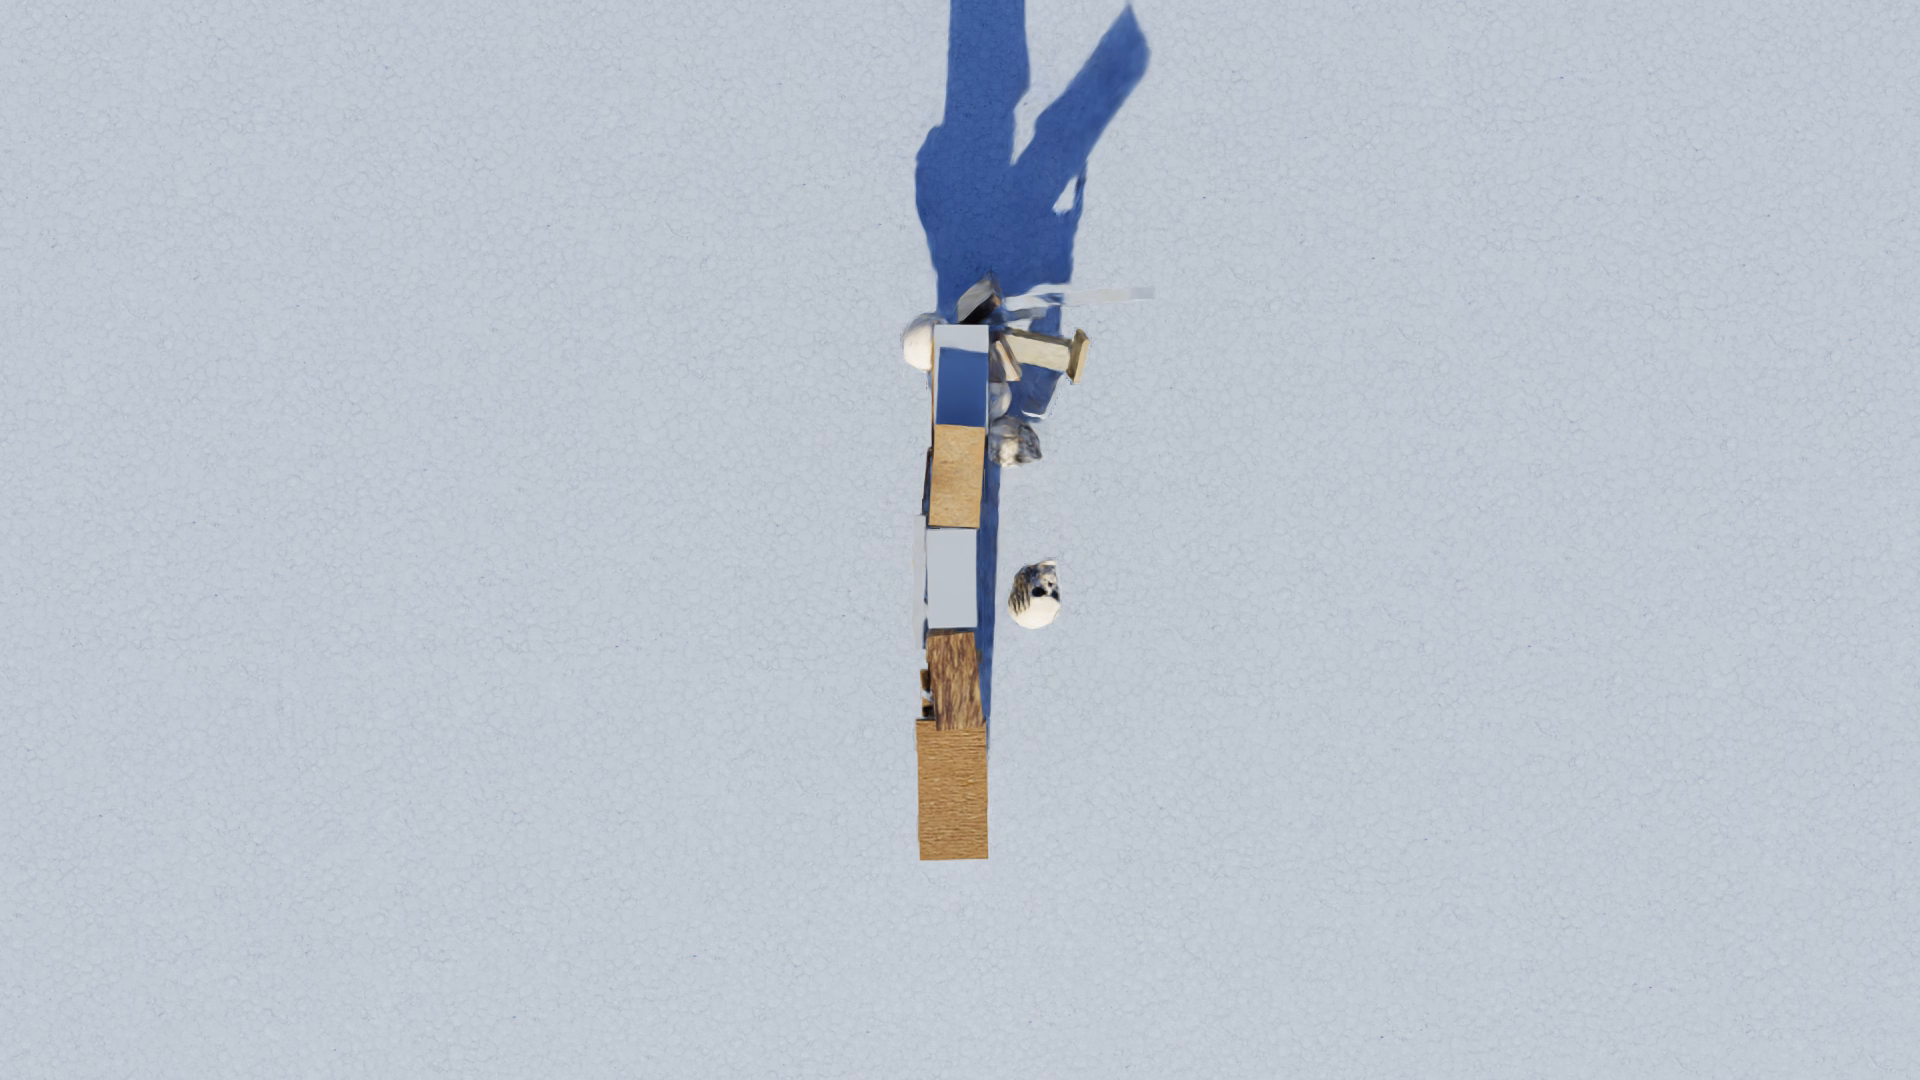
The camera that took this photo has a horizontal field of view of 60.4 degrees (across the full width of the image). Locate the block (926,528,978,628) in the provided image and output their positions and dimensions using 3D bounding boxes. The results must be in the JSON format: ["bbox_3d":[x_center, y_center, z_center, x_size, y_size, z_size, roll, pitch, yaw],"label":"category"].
[{"bbox_3d":[-0.020,0.095,4.099,0.122,0.034,0.243,-1,90,-2],"label":"block"}]

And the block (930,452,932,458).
[{"bbox_3d":[-0.031,-0.221,4.676,0.091,0.182,0.026,7,88,5],"label":"block"}]

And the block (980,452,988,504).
[{"bbox_3d":[0.004,-0.279,5.148,0.164,0.047,0.329,0,90,0],"label":"block"}]

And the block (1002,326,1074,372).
[{"bbox_3d":[0.247,-0.613,5.305,0.229,0.114,0.032,12,54,6],"label":"block"}]

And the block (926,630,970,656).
[{"bbox_3d":[-0.029,0.265,4.243,0.117,0.235,0.033,-2,94,-1],"label":"block"}]

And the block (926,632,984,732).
[{"bbox_3d":[-0.012,0.352,4.106,0.117,0.033,0.235,-6,88,-1],"label":"block"}]

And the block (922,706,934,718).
[{"bbox_3d":[-0.043,0.585,4.654,0.117,0.033,0.234,-1,90,2],"label":"block"}]

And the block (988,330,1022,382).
[{"bbox_3d":[0.086,-0.539,4.855,0.133,0.266,0.038,0,70,15],"label":"block"}]

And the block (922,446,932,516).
[{"bbox_3d":[-0.030,-0.110,4.790,0.155,0.044,0.310,5,89,2],"label":"block"}]

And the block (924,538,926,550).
[{"bbox_3d":[-0.028,0.012,4.237,0.122,0.243,0.034,1,91,-2],"label":"block"}]

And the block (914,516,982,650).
[{"bbox_3d":[-0.032,0.112,4.387,0.177,0.050,0.354,-1,90,1],"label":"block"}]

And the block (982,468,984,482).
[{"bbox_3d":[-0.005,-0.205,4.969,0.155,0.310,0.044,0,89,1],"label":"block"}]

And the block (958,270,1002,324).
[{"bbox_3d":[0.057,-0.690,4.756,0.133,0.266,0.038,-40,108,16],"label":"block"}]

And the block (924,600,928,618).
[{"bbox_3d":[-0.029,0.175,4.238,0.122,0.243,0.034,-1,91,-2],"label":"block"}]

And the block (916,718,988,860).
[{"bbox_3d":[-0.019,0.642,4.254,0.178,0.050,0.356,-1,90,0],"label":"block"}]

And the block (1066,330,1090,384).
[{"bbox_3d":[0.370,-0.576,5.173,0.021,0.074,0.149,1,122,-18],"label":"block"}]

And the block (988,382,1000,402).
[{"bbox_3d":[0.096,-0.504,5.168,0.021,0.149,0.074,-30,118,27],"label":"block"}]

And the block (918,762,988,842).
[{"bbox_3d":[-0.009,0.761,4.890,0.178,1.216,0.050,0,90,1],"label":"block"}]

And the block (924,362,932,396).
[{"bbox_3d":[-0.012,-0.569,5.402,0.229,0.032,0.114,-30,59,31],"label":"block"}]

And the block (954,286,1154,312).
[{"bbox_3d":[0.288,-0.760,5.220,0.697,0.133,0.038,3,100,41],"label":"block"}]

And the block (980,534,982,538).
[{"bbox_3d":[-0.027,-0.007,5.071,0.155,0.514,0.044,6,90,4],"label":"block"}]

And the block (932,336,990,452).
[{"bbox_3d":[0.000,-0.399,4.528,0.157,0.044,0.314,0,90,0],"label":"block"}]

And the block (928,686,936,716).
[{"bbox_3d":[-0.016,0.429,4.412,0.117,0.581,0.033,-9,91,-2],"label":"block"}]

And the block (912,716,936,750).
[{"bbox_3d":[-0.034,0.518,4.457,0.178,0.356,0.050,-3,89,0],"label":"block"}]

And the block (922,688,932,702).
[{"bbox_3d":[-0.058,0.448,4.815,0.085,0.169,0.024,-7,90,-9],"label":"block"}]

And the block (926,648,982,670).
[{"bbox_3d":[-0.036,0.214,4.933,0.163,0.046,0.327,-8,90,1],"label":"block"}]

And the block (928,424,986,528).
[{"bbox_3d":[-0.008,-0.157,4.093,0.125,0.035,0.249,4,87,-3],"label":"block"}]

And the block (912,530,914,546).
[{"bbox_3d":[-0.036,-0.003,4.589,0.177,0.354,0.050,2,89,0],"label":"block"}]

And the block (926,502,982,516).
[{"bbox_3d":[-0.017,-0.076,4.232,0.125,0.249,0.035,6,89,-3],"label":"block"}]

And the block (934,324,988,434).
[{"bbox_3d":[0.004,-0.410,4.210,0.138,0.039,0.276,0,90,0],"label":"block"}]

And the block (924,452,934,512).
[{"bbox_3d":[-0.042,-0.162,4.572,0.091,0.026,0.182,8,89,5],"label":"block"}]

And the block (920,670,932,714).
[{"bbox_3d":[-0.024,0.550,4.929,0.166,0.047,0.332,-3,90,2],"label":"block"}]

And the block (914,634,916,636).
[{"bbox_3d":[-0.032,0.230,4.661,0.177,0.495,0.050,-3,90,1],"label":"block"}]

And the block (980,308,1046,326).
[{"bbox_3d":[0.154,-0.728,5.406,0.229,0.114,0.032,-7,94,20],"label":"block"}]

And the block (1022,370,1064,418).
[{"bbox_3d":[0.251,-0.440,4.970,0.074,0.021,0.149,14,72,31],"label":"block"}]

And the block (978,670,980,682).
[{"bbox_3d":[-0.024,0.442,5.119,0.166,0.332,0.047,-4,90,2],"label":"block"}]
